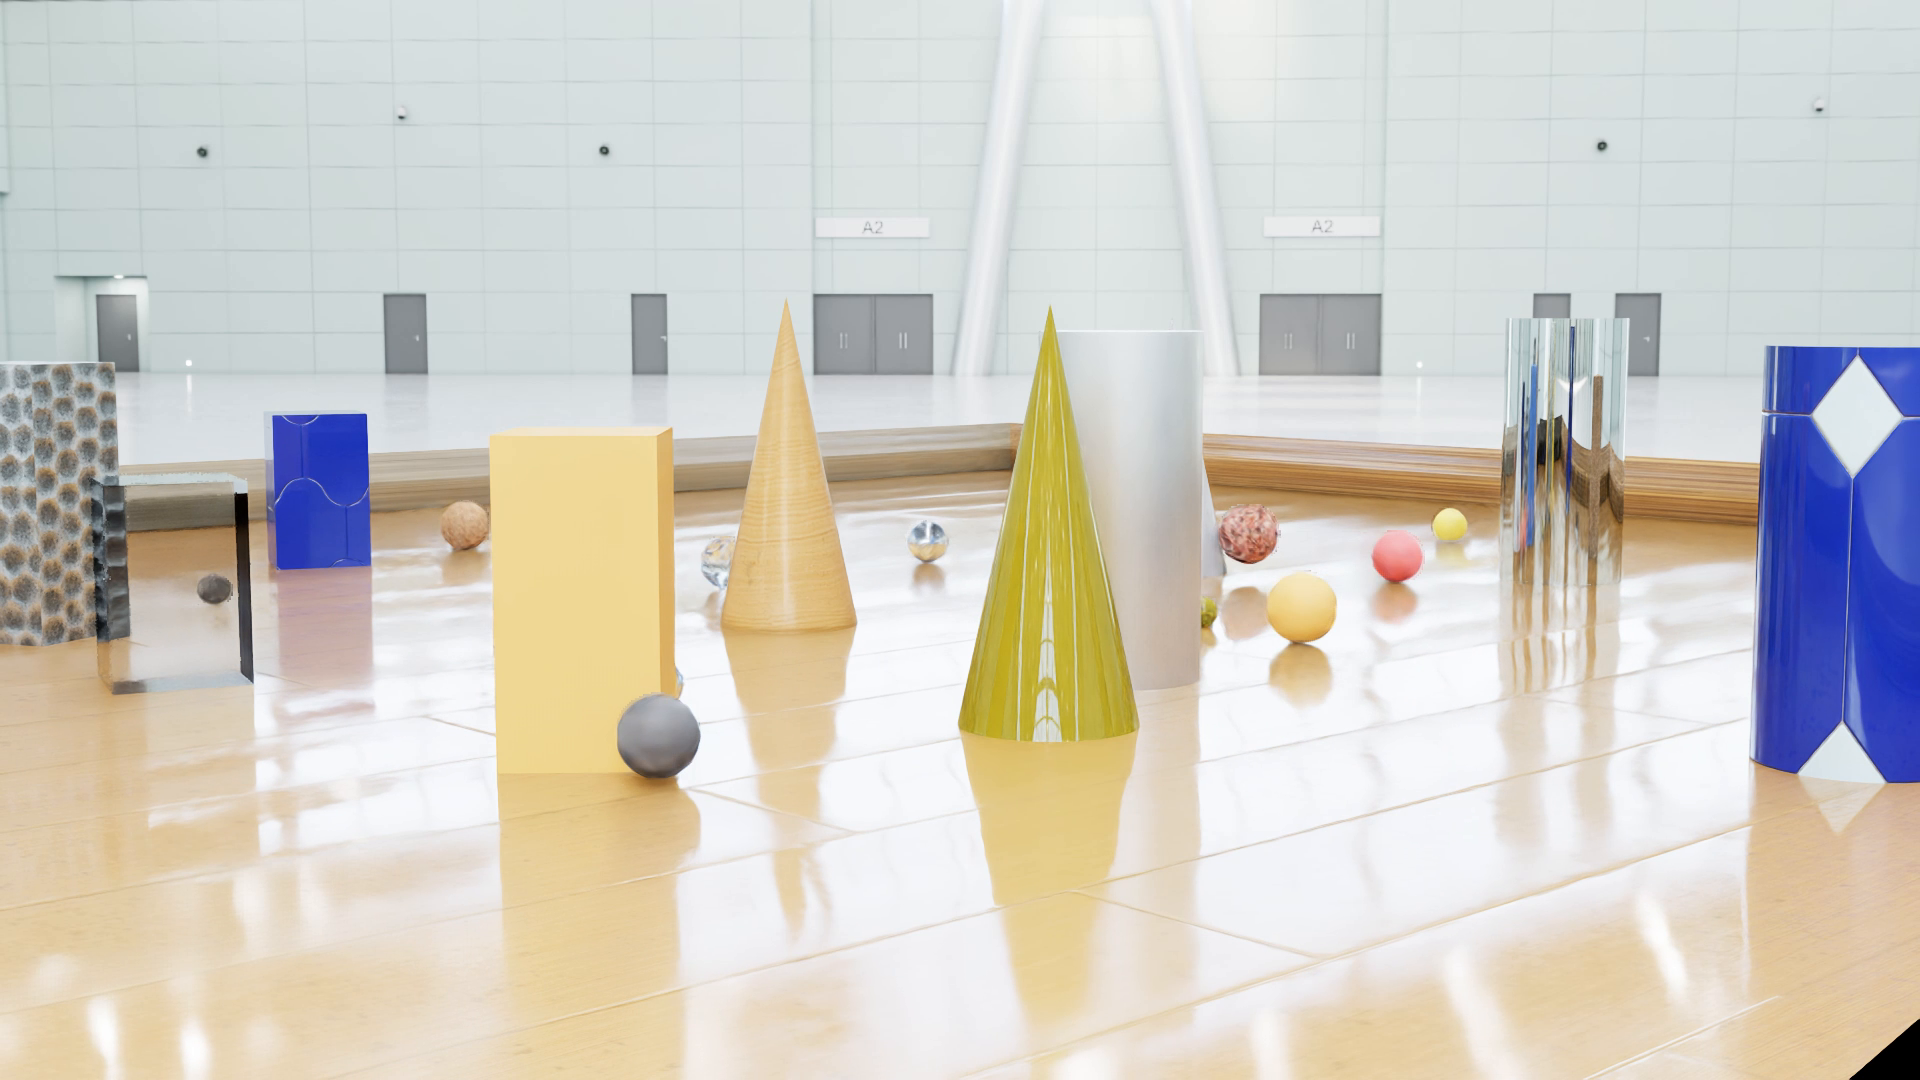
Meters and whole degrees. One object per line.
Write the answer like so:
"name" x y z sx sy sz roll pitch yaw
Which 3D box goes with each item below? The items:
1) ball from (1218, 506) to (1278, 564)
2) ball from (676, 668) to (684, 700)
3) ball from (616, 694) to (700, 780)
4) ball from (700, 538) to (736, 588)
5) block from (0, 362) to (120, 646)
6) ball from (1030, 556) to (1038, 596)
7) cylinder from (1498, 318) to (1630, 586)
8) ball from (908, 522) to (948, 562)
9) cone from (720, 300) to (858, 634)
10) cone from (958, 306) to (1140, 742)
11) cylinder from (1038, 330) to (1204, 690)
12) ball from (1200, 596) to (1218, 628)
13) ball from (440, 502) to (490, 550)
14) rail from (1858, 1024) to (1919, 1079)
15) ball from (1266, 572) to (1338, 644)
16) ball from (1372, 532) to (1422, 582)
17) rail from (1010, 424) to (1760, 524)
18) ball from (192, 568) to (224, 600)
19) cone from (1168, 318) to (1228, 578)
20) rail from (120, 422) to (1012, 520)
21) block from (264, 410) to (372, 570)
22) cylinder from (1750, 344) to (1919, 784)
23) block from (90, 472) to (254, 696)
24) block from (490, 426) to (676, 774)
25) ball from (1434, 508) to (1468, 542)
"ball" 0.486 -0.009 3.703 0.099 0.099 0.099 0 6 0
"ball" -0.336 0.163 2.474 0.051 0.051 0.051 0 6 0
"ball" -0.286 0.187 2.084 0.080 0.080 0.080 0 6 0
"ball" -0.376 0.036 3.535 0.083 0.083 0.083 0 6 0
"block" -1.267 -0.055 3.005 0.158 0.374 0.158 2 6 20
"ball" 0.151 0.055 3.289 0.094 0.094 0.094 0 6 0
"cylinder" 0.998 -0.150 3.639 0.198 0.432 0.198 0 6 0
"ball" -0.057 0.004 3.893 0.073 0.073 0.073 0 6 0
"cone" -0.244 -0.112 3.112 0.198 0.466 0.198 0 6 0
"cone" 0.096 -0.026 2.353 0.198 0.453 0.198 0 6 0
"cylinder" 0.193 -0.042 2.660 0.198 0.420 0.198 0 6 0
"ball" 0.343 0.102 3.100 0.043 0.043 0.043 0 6 0
"ball" -0.925 -0.027 4.107 0.090 0.090 0.090 0 6 0
"rail" 1.355 0.186 1.871 4.120 0.129 0.045 -5 8 -42
"ball" 0.459 0.091 2.951 0.095 0.095 0.095 0 6 0
"ball" 0.719 0.028 3.618 0.082 0.082 0.082 0 6 0
"rail" 1.497 -0.110 4.705 0.045 0.129 4.043 -5 8 -42
"ball" -1.159 0.069 3.391 0.049 0.049 0.049 0 6 0
"cone" 0.359 -0.164 3.746 0.198 0.438 0.198 0 6 0
"rail" -1.355 -0.119 4.792 4.120 0.129 0.045 -5 8 -42
"block" -1.134 -0.092 3.877 0.158 0.267 0.158 -2 6 -23
"cylinder" 0.885 0.016 2.154 0.198 0.411 0.198 0 6 0
"block" -0.950 0.048 2.648 0.158 0.244 0.158 -3 7 -27
"block" -0.371 0.055 2.187 0.158 0.326 0.158 0 6 -2
"ball" 0.949 -0.029 4.256 0.064 0.064 0.064 0 6 0
